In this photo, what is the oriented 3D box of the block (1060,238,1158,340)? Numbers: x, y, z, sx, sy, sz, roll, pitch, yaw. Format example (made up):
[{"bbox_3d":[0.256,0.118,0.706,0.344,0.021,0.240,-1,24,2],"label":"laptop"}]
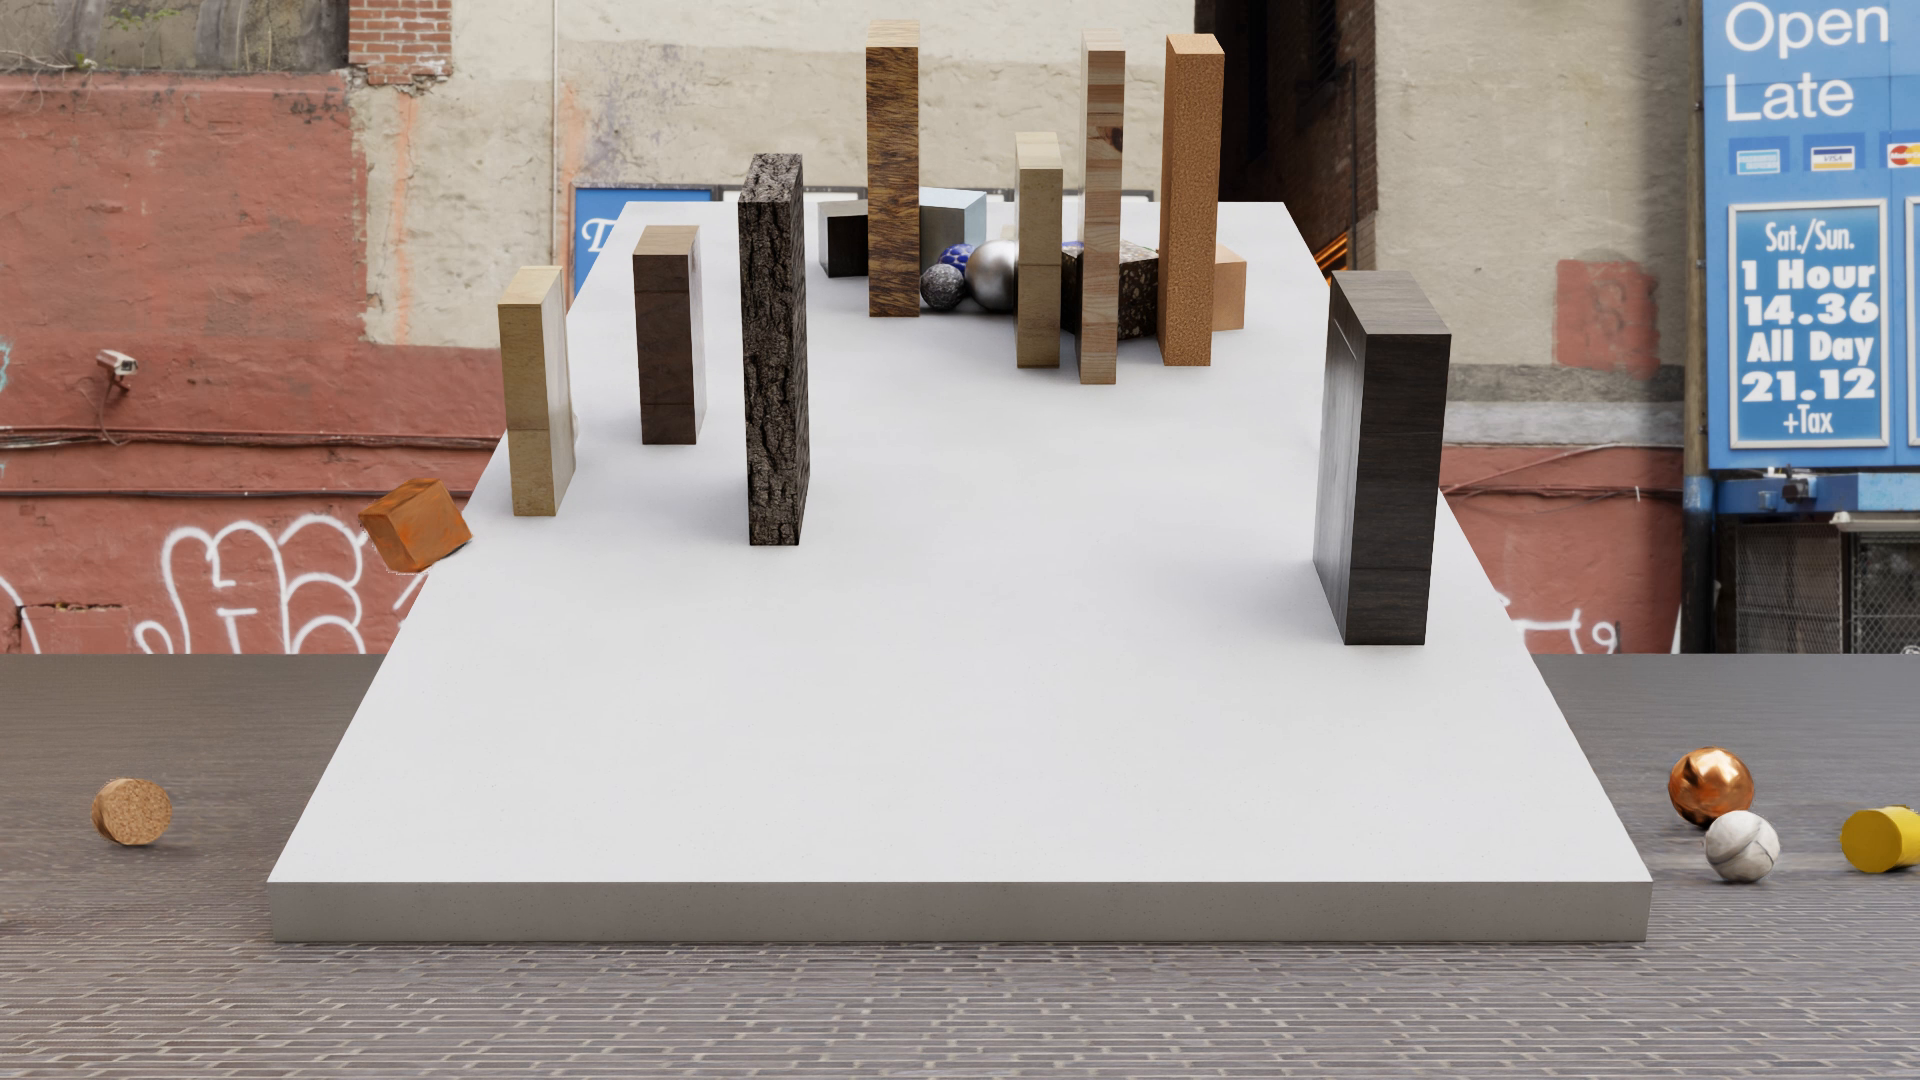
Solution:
[{"bbox_3d":[0.371,-0.625,5.775,0.198,0.198,0.198,-12,25,-26],"label":"block"}]

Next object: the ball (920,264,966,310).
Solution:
[{"bbox_3d":[-0.045,-0.654,5.948,0.119,0.119,0.119,0,-3,0],"label":"ball"}]

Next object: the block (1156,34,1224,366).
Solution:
[{"bbox_3d":[0.547,-0.812,5.508,0.111,0.747,0.254,0,22,0],"label":"block"}]

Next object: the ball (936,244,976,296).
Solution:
[{"bbox_3d":[0.006,-0.709,6.054,0.140,0.140,0.140,0,-3,0],"label":"ball"}]

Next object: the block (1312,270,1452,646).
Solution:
[{"bbox_3d":[0.750,-0.153,4.137,0.142,0.574,0.389,0,22,0],"label":"block"}]

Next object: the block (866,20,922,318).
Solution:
[{"bbox_3d":[-0.168,-0.964,5.952,0.128,0.689,0.393,0,22,0],"label":"block"}]

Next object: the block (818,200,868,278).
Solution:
[{"bbox_3d":[-0.292,-0.827,6.300,0.169,0.169,0.169,-5,23,-12],"label":"block"}]

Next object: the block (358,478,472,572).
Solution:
[{"bbox_3d":[-1.053,-0.028,4.449,0.130,0.130,0.130,-40,24,-32],"label":"block"}]

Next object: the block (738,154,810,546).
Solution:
[{"bbox_3d":[-0.362,-0.380,4.541,0.096,0.683,0.399,0,22,0],"label":"block"}]

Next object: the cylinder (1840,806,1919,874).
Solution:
[{"bbox_3d":[1.772,0.574,4.412,0.120,0.120,0.120,-3,-4,45],"label":"cylinder"}]

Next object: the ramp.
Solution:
[{"bbox_3d":[-0.007,-0.223,5.188,2.000,0.100,4.000,0,22,0],"label":"ramp"}]

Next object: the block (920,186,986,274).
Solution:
[{"bbox_3d":[-0.049,-0.843,6.305,0.195,0.195,0.195,7,23,17],"label":"block"}]

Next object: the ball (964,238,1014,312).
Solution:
[{"bbox_3d":[0.104,-0.682,5.926,0.187,0.187,0.187,0,-3,0],"label":"ball"}]

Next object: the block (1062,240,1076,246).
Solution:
[{"bbox_3d":[0.293,-0.670,5.935,0.159,0.159,0.159,-10,24,-23],"label":"block"}]

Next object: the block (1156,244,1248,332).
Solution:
[{"bbox_3d":[0.607,-0.638,5.835,0.176,0.176,0.176,-6,23,-15],"label":"block"}]

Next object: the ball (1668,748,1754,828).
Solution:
[{"bbox_3d":[1.772,0.586,5.433,0.192,0.192,0.192,0,-3,0],"label":"ball"}]

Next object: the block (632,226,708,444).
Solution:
[{"bbox_3d":[-0.634,-0.451,5.048,0.118,0.426,0.244,0,22,0],"label":"block"}]

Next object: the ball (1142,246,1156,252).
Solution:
[{"bbox_3d":[0.465,-0.680,5.961,0.159,0.159,0.159,0,-3,0],"label":"ball"}]

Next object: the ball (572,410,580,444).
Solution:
[{"bbox_3d":[-0.879,-0.238,4.917,0.132,0.132,0.132,0,-3,0],"label":"ball"}]

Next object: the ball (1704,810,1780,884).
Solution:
[{"bbox_3d":[1.423,0.559,4.193,0.130,0.130,0.130,0,-3,0],"label":"ball"}]

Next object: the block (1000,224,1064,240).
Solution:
[{"bbox_3d":[0.188,-0.733,6.085,0.160,0.160,0.160,2,22,4],"label":"block"}]

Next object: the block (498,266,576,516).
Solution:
[{"bbox_3d":[-0.855,-0.304,4.669,0.084,0.443,0.273,0,22,0],"label":"block"}]

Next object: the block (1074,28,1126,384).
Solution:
[{"bbox_3d":[0.325,-0.779,5.385,0.083,0.780,0.282,0,22,0],"label":"block"}]

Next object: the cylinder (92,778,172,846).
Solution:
[{"bbox_3d":[-1.779,0.583,4.945,0.140,0.140,0.140,2,-5,-29],"label":"cylinder"}]

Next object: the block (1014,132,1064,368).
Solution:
[{"bbox_3d":[0.187,-0.711,5.605,0.101,0.485,0.395,0,22,0],"label":"block"}]
